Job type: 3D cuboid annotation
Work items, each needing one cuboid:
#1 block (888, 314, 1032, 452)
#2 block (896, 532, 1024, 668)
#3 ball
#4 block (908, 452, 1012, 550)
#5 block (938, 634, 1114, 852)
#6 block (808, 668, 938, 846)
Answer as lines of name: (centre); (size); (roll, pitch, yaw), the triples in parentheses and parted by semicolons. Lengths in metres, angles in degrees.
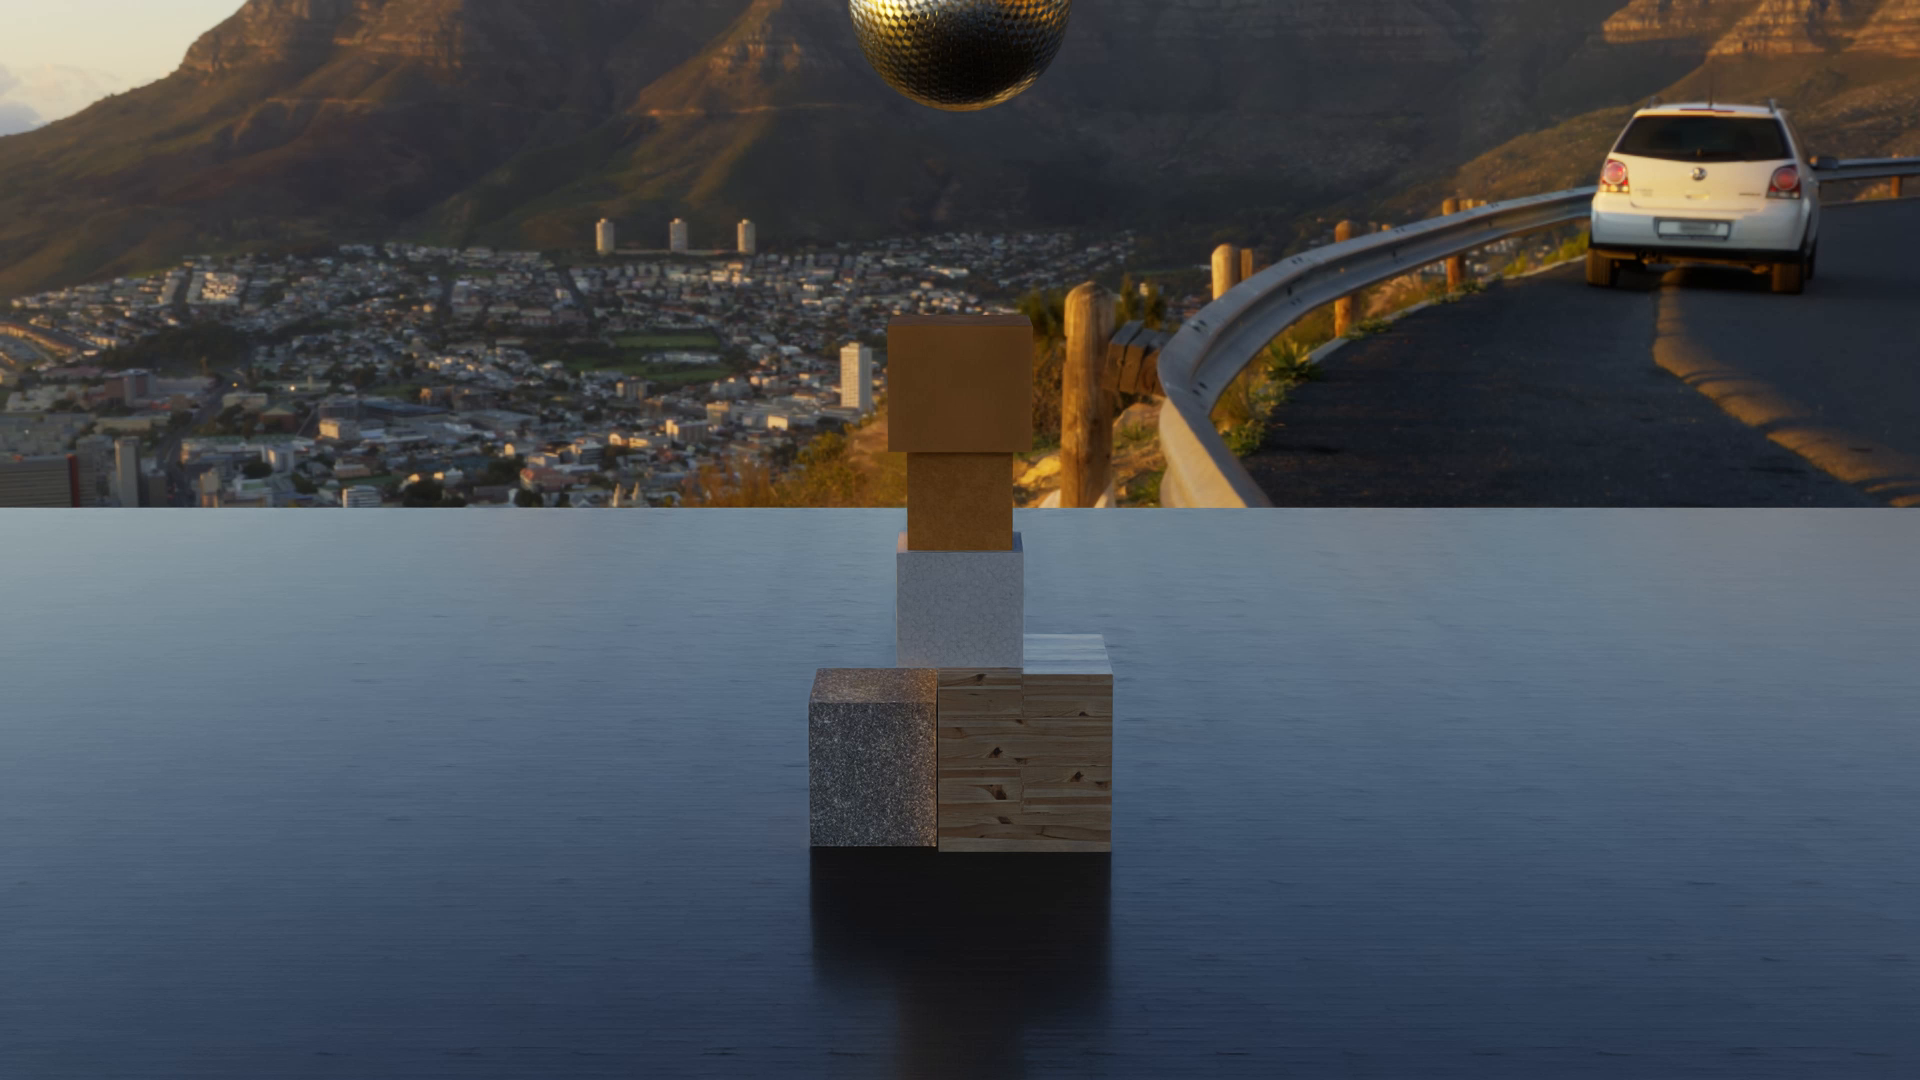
block: (0.000, -0.796, 11.044); (0.705, 0.618, 0.683); (0, 10, 0)
block: (0.000, 0.294, 11.233); (0.629, 0.579, 0.616); (0, 10, 0)
ball: (0.000, -3.873, 15.716); (1.600, 1.600, 1.600); (0, 10, 0)
block: (0.000, -0.242, 11.147); (0.523, 0.507, 0.499); (0, 10, 0)
block: (0.324, 1.029, 11.356); (0.861, 0.911, 0.900); (0, 10, 0)
block: (-0.435, 1.111, 11.371); (0.637, 0.746, 0.726); (0, 10, 0)
